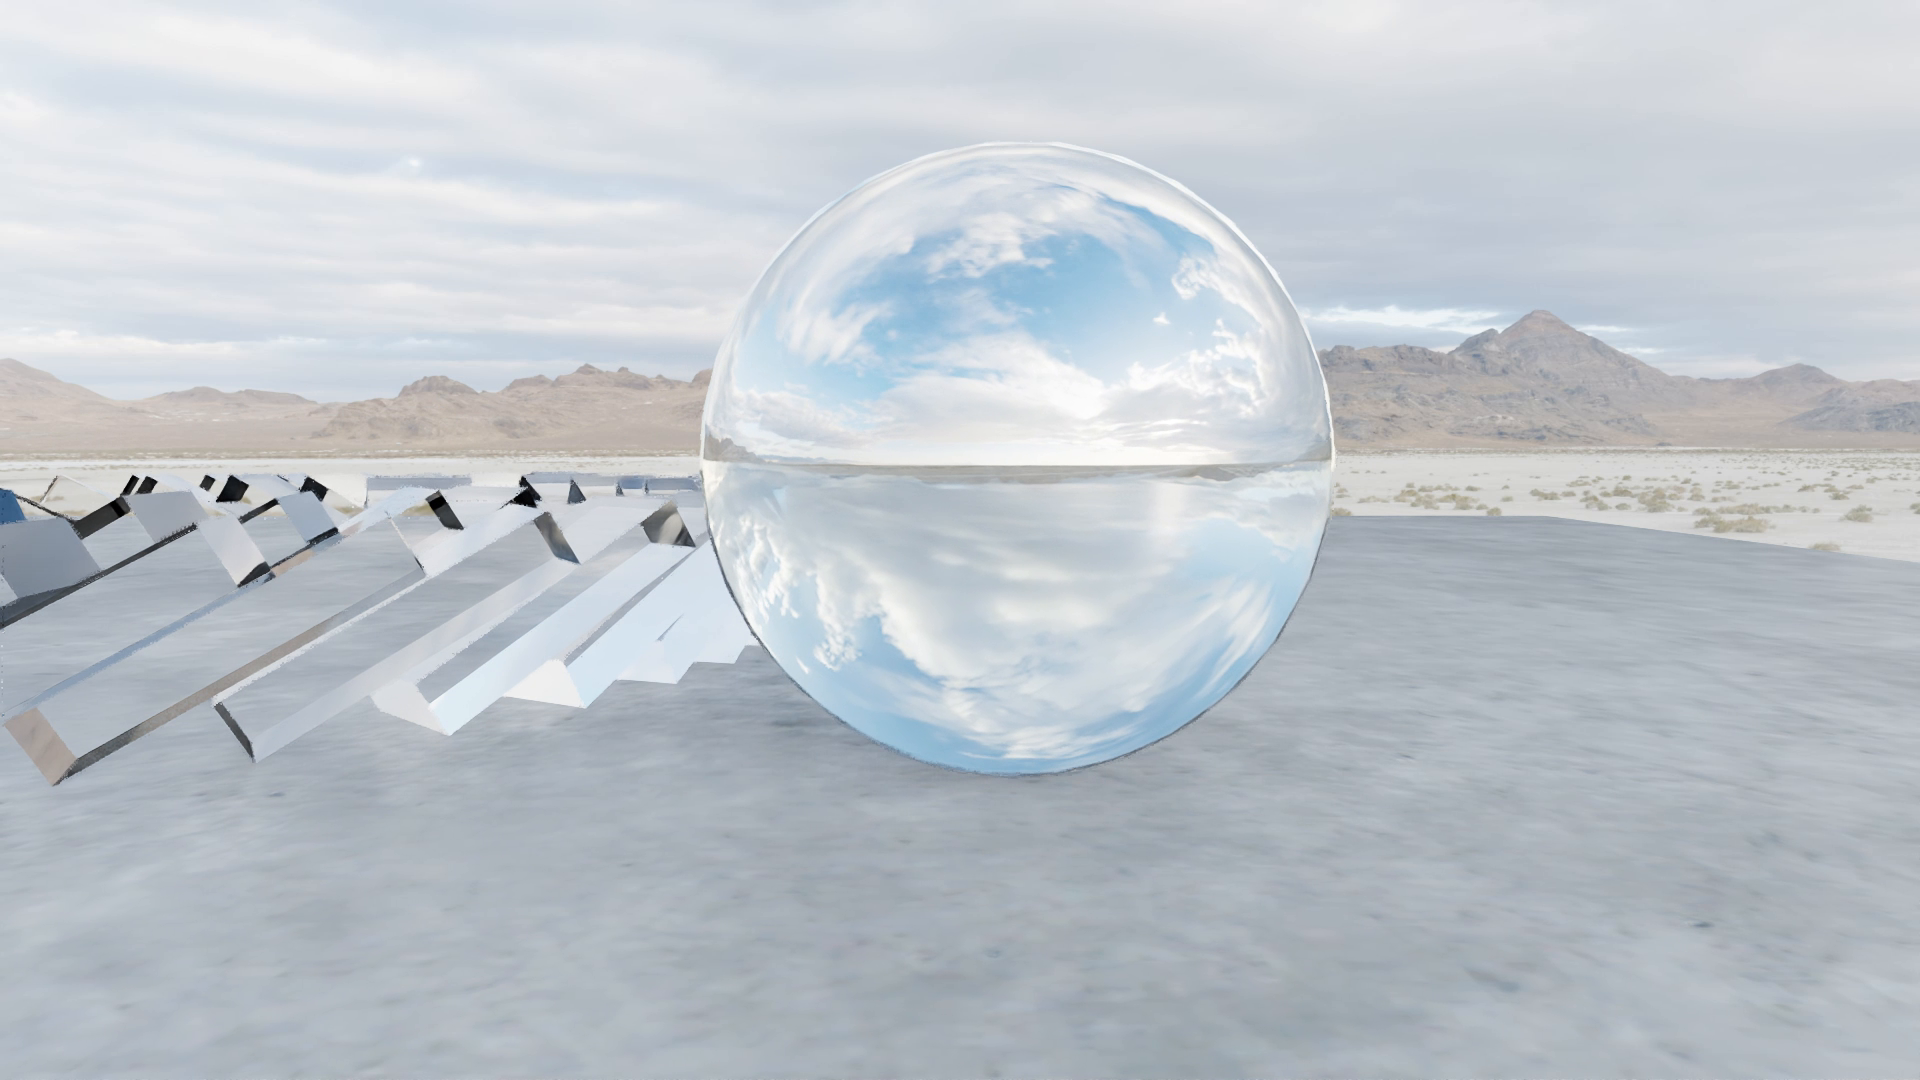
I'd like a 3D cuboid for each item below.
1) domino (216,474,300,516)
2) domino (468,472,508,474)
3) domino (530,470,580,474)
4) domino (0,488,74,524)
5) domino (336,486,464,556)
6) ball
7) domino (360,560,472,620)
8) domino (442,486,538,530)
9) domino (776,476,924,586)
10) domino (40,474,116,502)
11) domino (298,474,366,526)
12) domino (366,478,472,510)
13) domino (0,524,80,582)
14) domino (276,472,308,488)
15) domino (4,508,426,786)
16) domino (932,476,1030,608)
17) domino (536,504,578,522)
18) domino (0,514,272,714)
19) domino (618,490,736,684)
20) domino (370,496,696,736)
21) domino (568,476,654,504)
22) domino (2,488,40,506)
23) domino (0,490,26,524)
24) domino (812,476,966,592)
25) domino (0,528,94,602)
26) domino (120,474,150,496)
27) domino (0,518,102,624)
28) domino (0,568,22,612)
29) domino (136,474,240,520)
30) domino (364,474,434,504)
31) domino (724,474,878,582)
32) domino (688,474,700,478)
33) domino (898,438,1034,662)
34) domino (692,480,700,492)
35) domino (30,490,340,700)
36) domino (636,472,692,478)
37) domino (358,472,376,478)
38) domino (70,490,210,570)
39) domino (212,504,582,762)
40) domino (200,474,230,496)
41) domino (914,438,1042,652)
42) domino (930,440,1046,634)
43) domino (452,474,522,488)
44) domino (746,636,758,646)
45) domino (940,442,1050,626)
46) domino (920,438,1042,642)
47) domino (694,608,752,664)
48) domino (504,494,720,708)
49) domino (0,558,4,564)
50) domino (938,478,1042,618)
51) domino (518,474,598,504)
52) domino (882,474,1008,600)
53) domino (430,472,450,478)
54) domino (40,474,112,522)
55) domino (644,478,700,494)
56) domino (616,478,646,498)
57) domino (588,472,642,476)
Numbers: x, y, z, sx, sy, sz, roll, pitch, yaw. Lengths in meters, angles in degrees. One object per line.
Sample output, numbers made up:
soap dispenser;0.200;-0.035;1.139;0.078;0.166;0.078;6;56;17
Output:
domino;-0.193;-0.003;0.387;0.050;0.009;0.025;30;2;-4
domino;-0.150;-0.008;0.457;0.050;0.010;0.025;30;8;6
domino;-0.128;-0.008;0.456;0.050;0.009;0.025;32;14;16
domino;-0.244;-0.001;0.347;0.025;0.009;0.050;3;-26;48
domino;-0.123;0.007;0.246;0.050;0.010;0.025;-39;25;-29
ball;0.007;-0.010;0.166;0.080;0.080;0.080;0;4;0
domino;-0.143;0.013;0.338;0.025;0.010;0.050;-2;5;-23
domino;-0.114;0.006;0.269;0.025;0.009;0.050;3;35;34
domino;-0.035;-0.004;0.405;0.025;0.009;0.050;-3;34;-37
domino;-0.270;-0.005;0.419;0.050;0.010;0.025;31;-13;-29
domino;-0.172;-0.003;0.390;0.050;0.009;0.025;30;7;4
domino;-0.133;0.002;0.317;0.025;0.009;0.050;-2;35;-23
domino;-0.297;-0.002;0.386;0.025;0.009;0.050;4;-23;42
domino;-0.213;-0.007;0.449;0.050;0.009;0.025;28;0;-9
domino;-0.100;0.013;0.178;0.050;0.009;0.025;-33;17;-19
domino;0.005;0.000;0.351;0.025;0.009;0.050;0;34;-1
domino;-0.110;0.007;0.292;0.025;0.009;0.050;2;27;21
domino;-0.119;0.014;0.167;0.050;0.009;0.025;-31;14;-15
domino;-0.055;0.008;0.249;0.025;0.010;0.050;2;34;21
domino;-0.070;0.010;0.208;0.025;0.009;0.050;4;36;44
domino;-0.091;-0.001;0.366;0.025;0.009;0.050;-3;35;-37
domino;-0.284;-0.004;0.402;0.025;0.009;0.050;5;-22;46
domino;-0.183;0.009;0.214;0.050;0.009;0.025;-33;-8;21
domino;-0.022;-0.003;0.389;0.025;0.010;0.050;-3;34;-35
domino;-0.255;0.000;0.329;0.025;0.009;0.050;1;-28;37
domino;-0.252;-0.006;0.432;0.050;0.009;0.025;29;-8;-21
domino;-0.138;0.014;0.159;0.050;0.010;0.025;-30;10;-9
domino;-0.256;0.003;0.305;0.025;0.010;0.050;1;-25;11
domino;-0.213;-0.003;0.378;0.050;0.009;0.025;31;-5;-17
domino;-0.151;-0.003;0.389;0.050;0.009;0.025;31;11;10
domino;-0.052;-0.005;0.418;0.025;0.009;0.050;-4;34;-45
domino;-0.069;-0.006;0.431;0.025;0.009;0.050;-5;35;-48
domino;0.002;0.001;0.262;0.025;0.050;0.009;0;-37;4
domino;-0.054;0.002;0.313;0.025;0.009;0.050;0;34;-5
domino;-0.139;0.009;0.228;0.050;0.009;0.025;-31;12;-9
domino;-0.088;-0.007;0.442;0.050;0.009;0.025;35;22;27
domino;-0.192;-0.007;0.453;0.050;0.010;0.025;28;2;-6
domino;-0.159;0.009;0.222;0.050;0.009;0.025;-32;8;-5
domino;-0.084;0.012;0.190;0.050;0.009;0.025;-35;21;-25
domino;-0.233;-0.007;0.441;0.050;0.010;0.025;29;-4;-16
domino;0.005;0.000;0.274;0.025;0.050;0.009;0;-37;4
domino;0.007;-0.002;0.300;0.025;0.050;0.009;0;-37;4
domino;-0.129;-0.003;0.387;0.050;0.009;0.025;35;19;22
domino;-0.050;0.004;0.291;0.025;0.009;0.050;1;34;8
domino;0.009;-0.002;0.313;0.025;0.050;0.010;0;-39;4
domino;0.005;-0.001;0.287;0.025;0.050;0.009;0;-37;4
domino;-0.051;0.006;0.270;0.025;0.009;0.050;1;34;16
domino;-0.061;0.009;0.229;0.025;0.009;0.050;3;34;31
domino;-0.308;-0.001;0.367;0.025;0.009;0.050;3;-23;36
domino;0.008;0.001;0.332;0.025;0.010;0.050;0;34;2
domino;-0.108;-0.003;0.379;0.025;0.010;0.050;-4;36;-47
domino;-0.005;-0.002;0.372;0.025;0.009;0.050;-1;34;-16
domino;-0.171;-0.008;0.457;0.050;0.009;0.025;28;6;1
domino;-0.230;-0.002;0.362;0.050;0.010;0.025;34;-16;-33
domino;-0.066;0.001;0.333;0.025;0.009;0.050;-2;34;-22
domino;-0.076;0.000;0.350;0.025;0.009;0.050;-2;34;-27
domino;-0.107;-0.007;0.451;0.050;0.010;0.025;34;19;24
